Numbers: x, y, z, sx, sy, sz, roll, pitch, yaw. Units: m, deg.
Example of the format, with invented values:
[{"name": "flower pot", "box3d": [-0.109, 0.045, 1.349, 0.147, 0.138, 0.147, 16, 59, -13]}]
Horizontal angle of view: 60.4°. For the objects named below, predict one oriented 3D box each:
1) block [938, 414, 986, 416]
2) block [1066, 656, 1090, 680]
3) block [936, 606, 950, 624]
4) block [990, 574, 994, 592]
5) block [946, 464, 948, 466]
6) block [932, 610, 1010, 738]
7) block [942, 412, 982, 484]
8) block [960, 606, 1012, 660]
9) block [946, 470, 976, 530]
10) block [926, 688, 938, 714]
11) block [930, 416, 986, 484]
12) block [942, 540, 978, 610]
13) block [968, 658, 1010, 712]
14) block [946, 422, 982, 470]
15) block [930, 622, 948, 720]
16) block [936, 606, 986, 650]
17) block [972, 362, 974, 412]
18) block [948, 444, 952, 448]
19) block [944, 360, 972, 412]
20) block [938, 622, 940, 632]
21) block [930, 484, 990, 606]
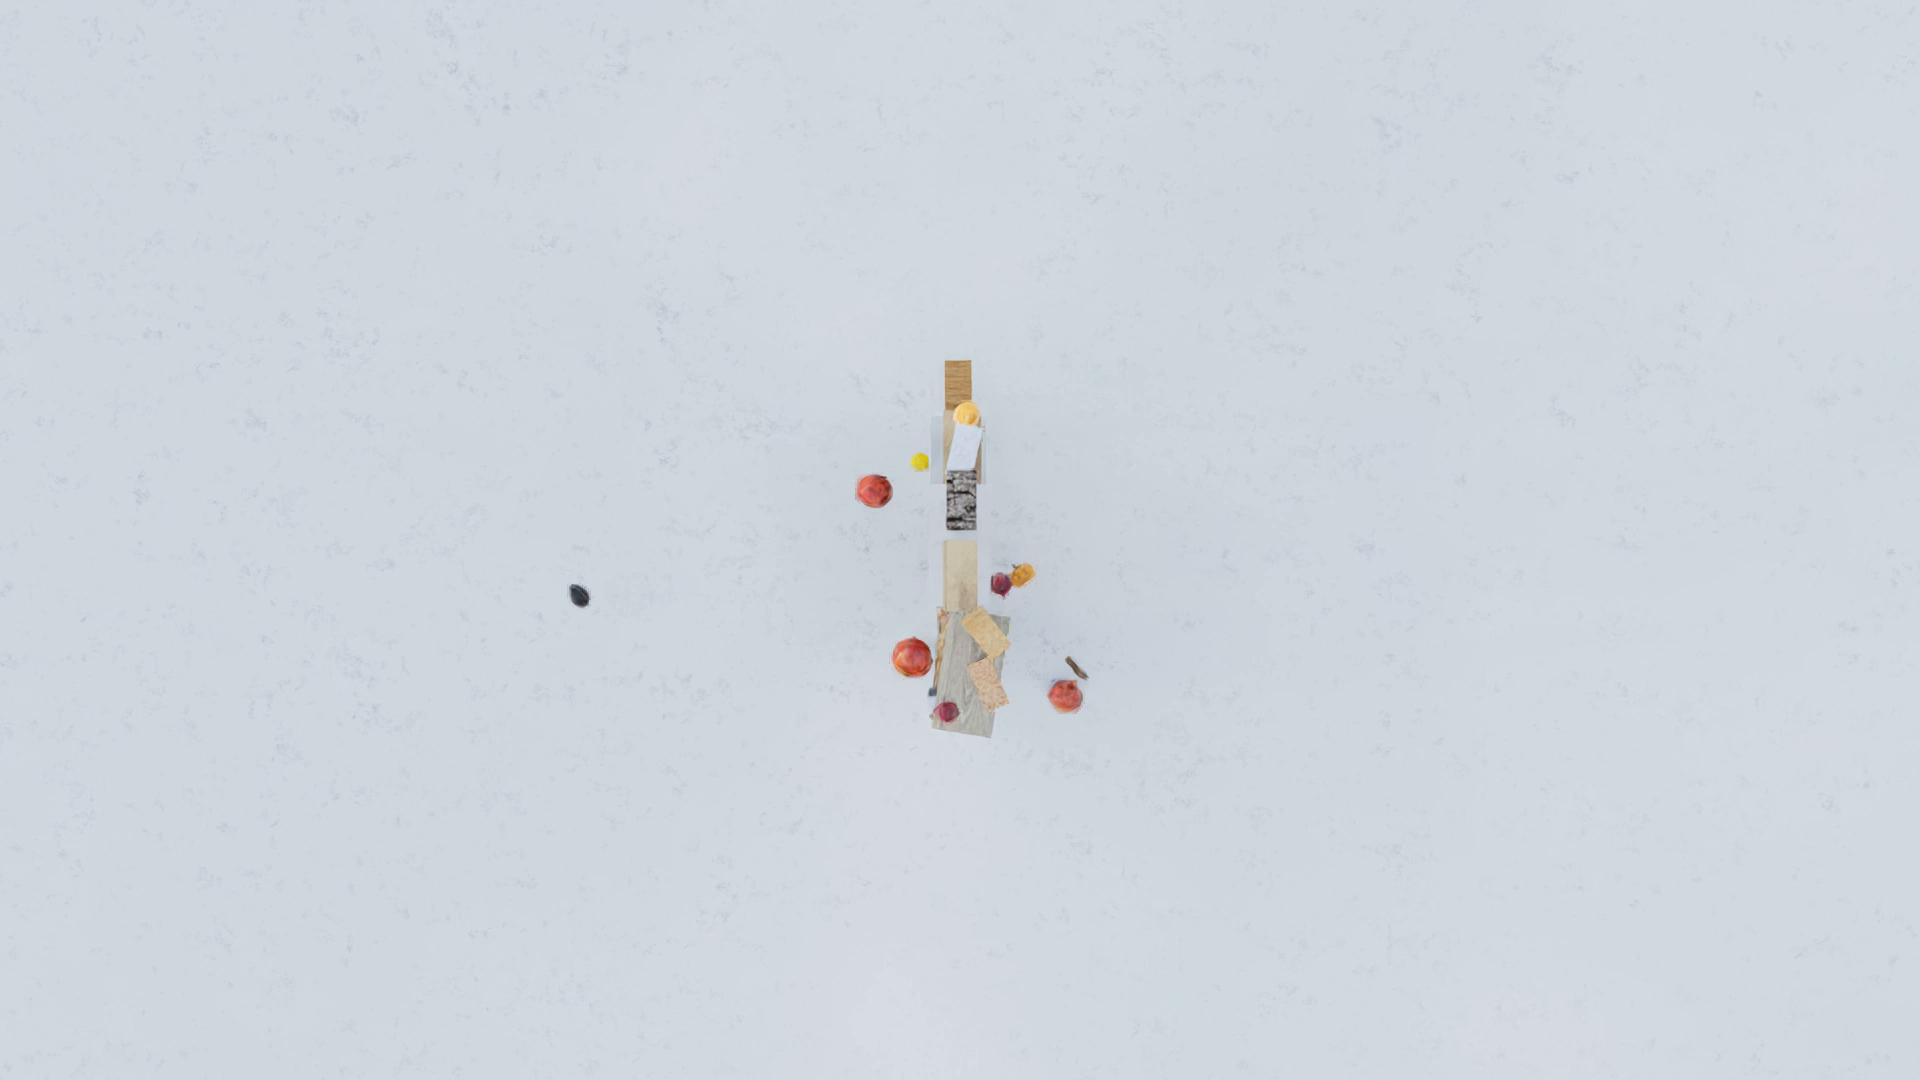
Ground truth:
[{"name": "block", "box3d": [0.004, -0.245, 5.181, 0.149, 0.042, 0.298, 0, 90, 0]}, {"name": "block", "box3d": [0.382, 0.419, 5.369, 0.019, 0.135, 0.068, -40, 72, 4]}, {"name": "block", "box3d": [0.019, 0.232, 4.621, 0.163, 0.327, 0.046, 21, 88, -1]}, {"name": "block", "box3d": [0.007, 0.119, 4.656, 0.163, 0.396, 0.046, 2, 90, 0]}, {"name": "block", "box3d": [-0.001, -0.193, 4.470, 0.071, 0.141, 0.020, 1, 90, -1]}, {"name": "block", "box3d": [0.029, 0.356, 4.435, 0.163, 0.046, 0.327, 9, 90, 0]}, {"name": "block", "box3d": [0.006, -0.247, 4.556, 0.108, 0.030, 0.215, 0, 90, 0]}, {"name": "block", "box3d": [0.070, 0.248, 4.392, 0.067, 0.019, 0.135, -38, 84, -6]}, {"name": "block", "box3d": [0.004, -0.102, 4.247, 0.077, 0.022, 0.155, 0, 90, 0]}, {"name": "block", "box3d": [-0.010, 0.456, 4.622, 0.163, 0.327, 0.046, 5, 89, 0]}, {"name": "block", "box3d": [-0.005, -0.195, 4.810, 0.163, 0.046, 0.327, 0, 90, 0]}, {"name": "block", "box3d": [0.001, 0.091, 4.218, 0.090, 0.025, 0.179, 0, 90, 0]}, {"name": "block", "box3d": [0.075, 0.385, 4.401, 0.068, 0.019, 0.135, -23, 90, -1]}, {"name": "block", "box3d": [0.010, -0.235, 4.388, 0.071, 0.020, 0.141, 12, 90, -1]}, {"name": "block", "box3d": [0.004, 0.375, 4.808, 0.154, 0.044, 0.308, 6, 90, 0]}, {"name": "block", "box3d": [0.005, 0.233, 5.161, 0.158, 0.045, 0.317, -1, 90, 0]}, {"name": "block", "box3d": [-0.003, -0.449, 4.976, 0.086, 0.024, 0.172, 0, 90, 0]}, {"name": "block", "box3d": [0.006, -0.259, 4.469, 0.071, 0.141, 0.020, -26, 95, 0]}, {"name": "block", "box3d": [-0.005, -0.442, 4.794, 0.079, 0.022, 0.158, 0, 90, 0]}, {"name": "block", "box3d": [0.012, 0.270, 4.984, 0.154, 0.308, 0.044, -1, 90, 0]}, {"name": "block", "box3d": [0.000, 0.015, 4.436, 0.163, 0.046, 0.327, 0, 90, 0]}]
